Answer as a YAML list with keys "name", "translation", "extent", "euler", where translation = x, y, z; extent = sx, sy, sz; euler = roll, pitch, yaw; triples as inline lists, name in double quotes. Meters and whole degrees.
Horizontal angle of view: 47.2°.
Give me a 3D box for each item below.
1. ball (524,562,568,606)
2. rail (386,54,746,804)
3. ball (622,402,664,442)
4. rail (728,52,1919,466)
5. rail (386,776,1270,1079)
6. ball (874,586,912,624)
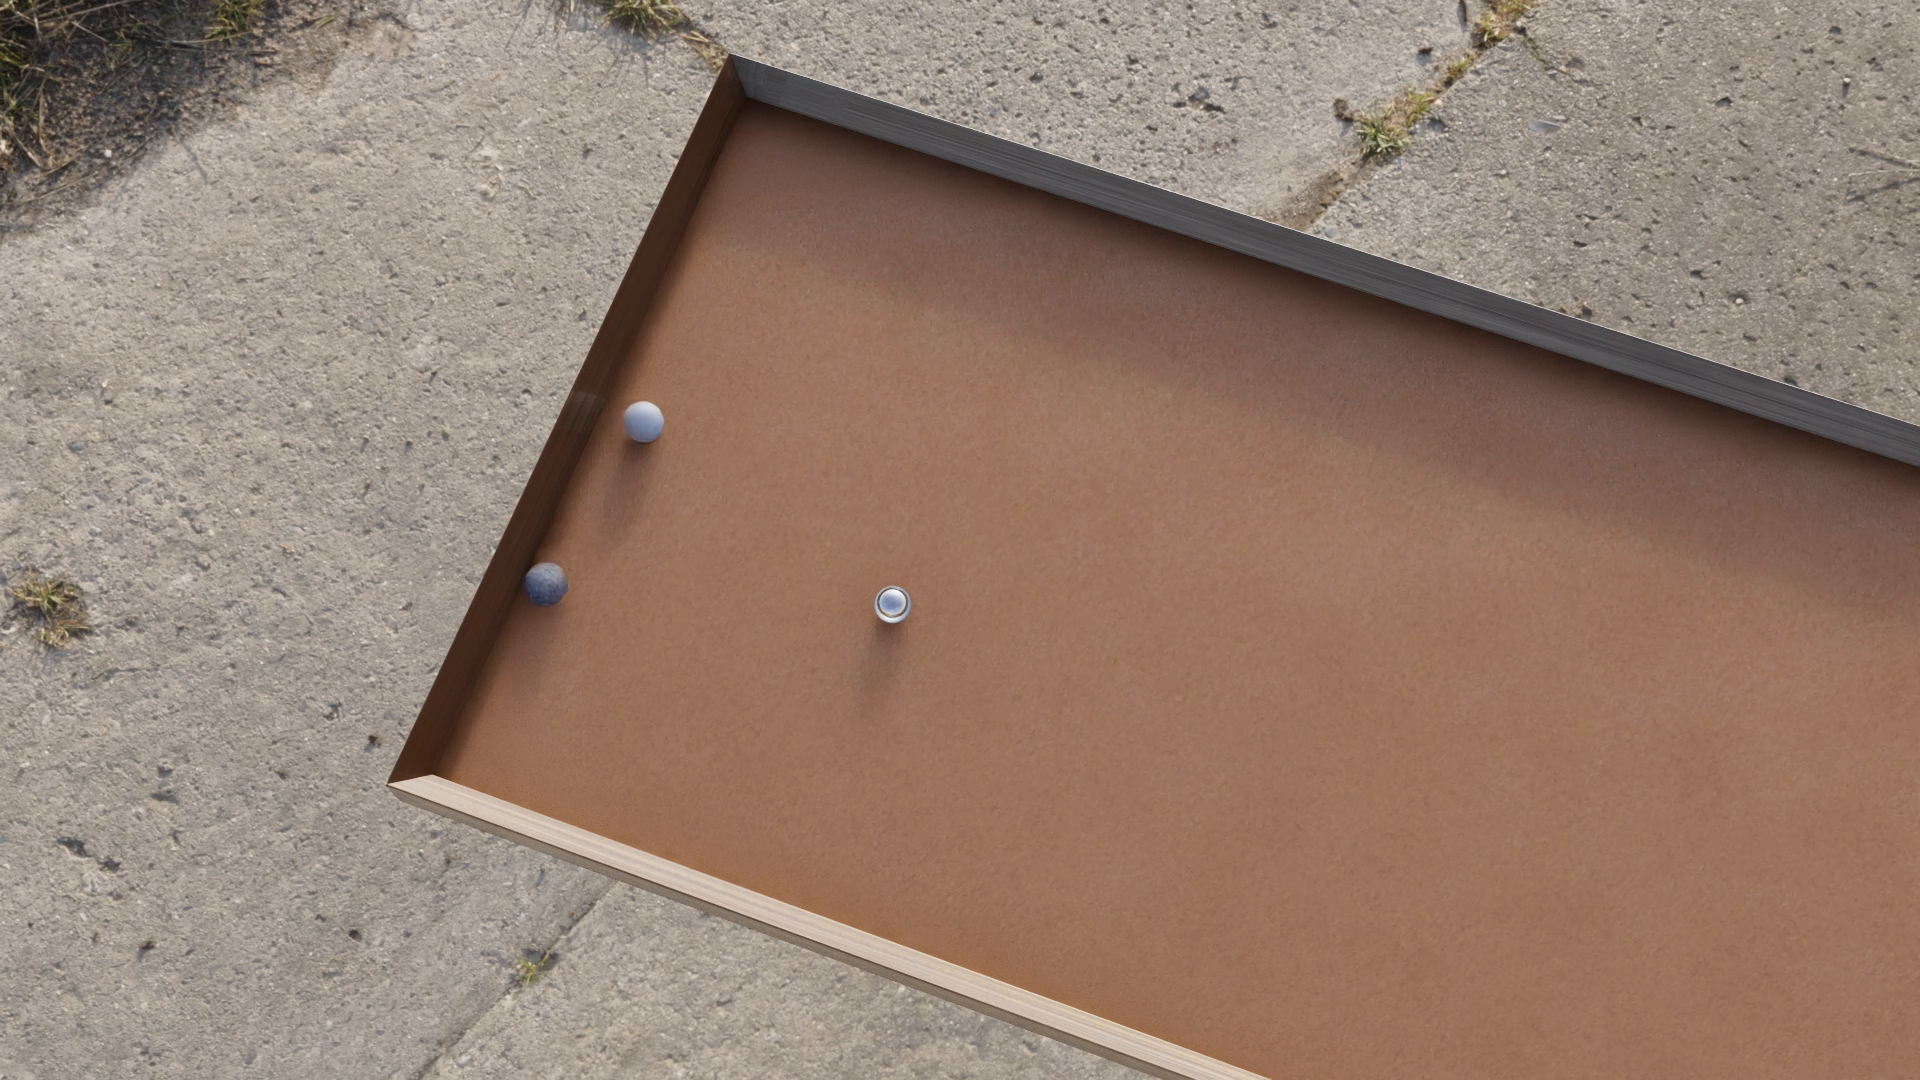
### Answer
- name: "ball"
  translation: [-0.648, 0.068, 3.440]
  extent: [0.068, 0.068, 0.068]
  euler: [0, 69, 0]
- name: "rail"
  translation: [-0.601, -0.208, 3.535]
  extent: [0.045, 0.088, 1.359]
  euler: [19, 70, 7]
- name: "ball"
  translation: [-0.511, -0.190, 3.541]
  extent: [0.066, 0.066, 0.066]
  euler: [0, 69, 0]
- name: "rail"
  translation: [0.846, -0.370, 3.597]
  extent: [2.650, 0.088, 0.045]
  euler: [19, 70, 7]
- name: "rail"
  translation: [0.399, 0.781, 3.154]
  extent: [2.650, 0.088, 0.045]
  euler: [19, 70, 7]
- name: "ball"
  translation: [-0.105, 0.101, 3.433]
  extent: [0.059, 0.059, 0.059]
  euler: [0, 69, 0]
